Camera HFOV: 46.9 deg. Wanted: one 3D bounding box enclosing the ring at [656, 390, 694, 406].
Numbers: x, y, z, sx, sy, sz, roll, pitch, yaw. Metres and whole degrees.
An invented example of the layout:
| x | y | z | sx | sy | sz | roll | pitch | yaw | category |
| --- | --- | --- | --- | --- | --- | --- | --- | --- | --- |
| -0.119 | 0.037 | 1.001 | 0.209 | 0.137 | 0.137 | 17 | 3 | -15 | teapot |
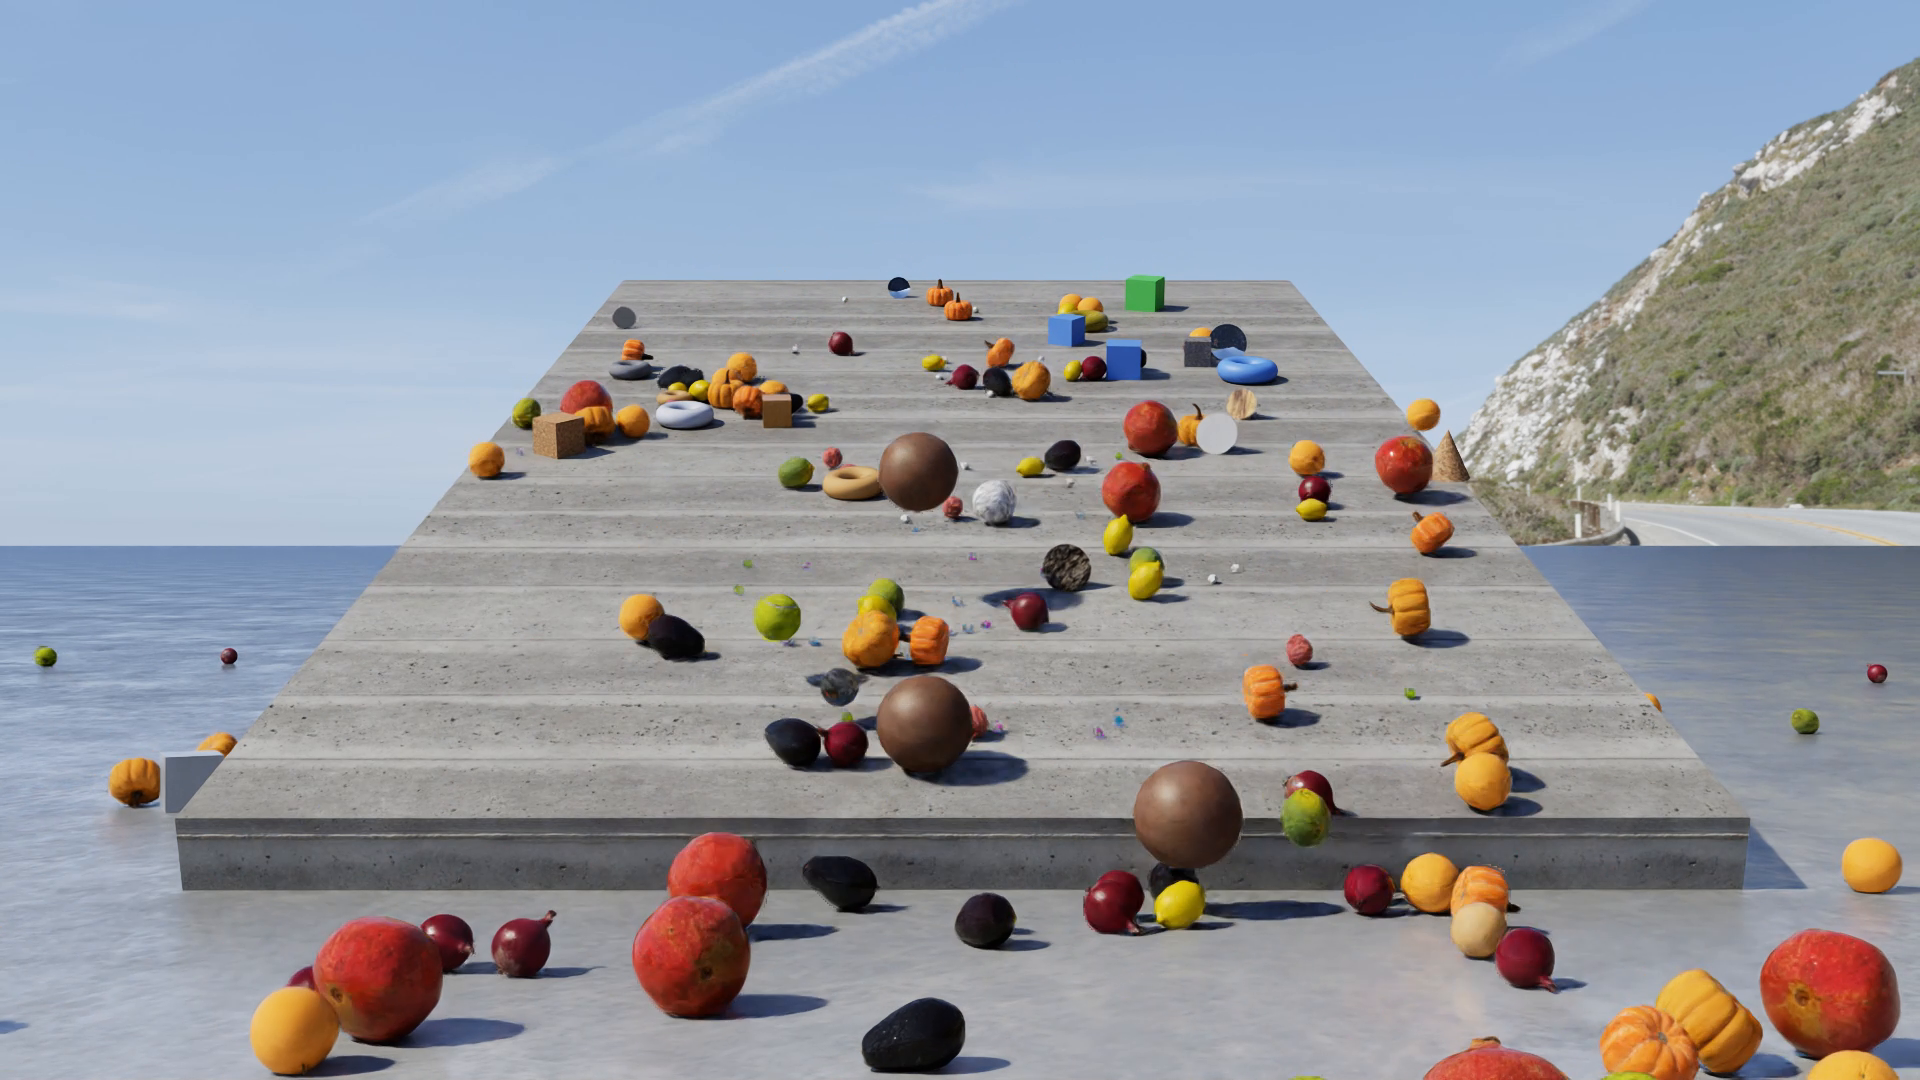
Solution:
| x | y | z | sx | sy | sz | roll | pitch | yaw | category |
| --- | --- | --- | --- | --- | --- | --- | --- | --- | --- |
| -0.650 | -0.322 | 5.042 | 0.084 | 0.028 | 0.084 | 1 | 16 | 0 | ring |

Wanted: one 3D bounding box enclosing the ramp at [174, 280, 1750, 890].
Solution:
| x | y | z | sx | sy | sz | roll | pitch | yaw | category |
| --- | --- | --- | --- | --- | --- | --- | --- | --- | --- |
| -0.002 | -0.166 | 4.742 | 2.000 | 0.100 | 4.000 | 0 | 16 | 0 | ramp |

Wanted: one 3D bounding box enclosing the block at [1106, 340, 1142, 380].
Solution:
| x | y | z | sx | sy | sz | roll | pitch | yaw | category |
| --- | --- | --- | --- | --- | --- | --- | --- | --- | --- |
| 0.394 | -0.434 | 5.330 | 0.082 | 0.082 | 0.082 | 1 | 17 | 5 | block |

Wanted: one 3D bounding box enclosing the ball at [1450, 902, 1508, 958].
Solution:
| x | y | z | sx | sy | sz | roll | pitch | yaw | category |
| --- | --- | --- | --- | --- | --- | --- | --- | --- | --- |
| 0.557 | 0.419 | 2.376 | 0.060 | 0.060 | 0.060 | 0 | 0 | 0 | ball |

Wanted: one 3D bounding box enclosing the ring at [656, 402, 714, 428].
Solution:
| x | y | z | sx | sy | sz | roll | pitch | yaw | category |
| --- | --- | --- | --- | --- | --- | --- | --- | --- | --- |
| -0.604 | -0.275 | 4.858 | 0.128 | 0.043 | 0.128 | 1 | 17 | 0 | ring |

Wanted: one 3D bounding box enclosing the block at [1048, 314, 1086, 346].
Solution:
| x | y | z | sx | sy | sz | roll | pitch | yaw | category |
| --- | --- | --- | --- | --- | --- | --- | --- | --- | --- |
| 0.276 | -0.542 | 5.718 | 0.069 | 0.069 | 0.069 | 11 | 19 | 32 | block |

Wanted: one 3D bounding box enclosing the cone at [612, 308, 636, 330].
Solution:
| x | y | z | sx | sy | sz | roll | pitch | yaw | category |
| --- | --- | --- | --- | --- | --- | --- | --- | --- | --- |
| -0.902 | -0.586 | 5.937 | 0.062 | 0.062 | 0.062 | 0 | -10 | -13 | cone |

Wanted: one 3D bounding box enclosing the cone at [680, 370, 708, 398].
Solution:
| x | y | z | sx | sy | sz | roll | pitch | yaw | category |
| --- | --- | --- | --- | --- | --- | --- | --- | --- | --- |
| -0.604 | -0.349 | 5.130 | 0.067 | 0.067 | 0.067 | 0 | 38 | -52 | cone |

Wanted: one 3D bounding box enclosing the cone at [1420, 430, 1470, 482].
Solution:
| x | y | z | sx | sy | sz | roll | pitch | yaw | category |
| --- | --- | --- | --- | --- | --- | --- | --- | --- | --- |
| 0.974 | -0.174 | 4.426 | 0.097 | 0.097 | 0.097 | 0 | 16 | 0 | cone |

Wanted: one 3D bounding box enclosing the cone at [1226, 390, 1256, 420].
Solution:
| x | y | z | sx | sy | sz | roll | pitch | yaw | category |
| --- | --- | --- | --- | --- | --- | --- | --- | --- | --- |
| 0.640 | -0.294 | 4.947 | 0.070 | 0.070 | 0.070 | 0 | -12 | 27 | cone |

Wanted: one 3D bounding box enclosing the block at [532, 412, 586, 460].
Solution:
| x | y | z | sx | sy | sz | roll | pitch | yaw | category |
| --- | --- | --- | --- | --- | --- | --- | --- | --- | --- |
| -0.834 | -0.218 | 4.604 | 0.076 | 0.076 | 0.076 | 14 | 21 | 39 | block |

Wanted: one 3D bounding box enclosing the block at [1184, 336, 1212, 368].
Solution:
| x | y | z | sx | sy | sz | roll | pitch | yaw | category |
| --- | --- | --- | --- | --- | --- | --- | --- | --- | --- |
| 0.587 | -0.465 | 5.466 | 0.064 | 0.064 | 0.064 | 2 | 17 | 5 | block |

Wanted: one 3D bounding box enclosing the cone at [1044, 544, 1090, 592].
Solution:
| x | y | z | sx | sy | sz | roll | pitch | yaw | category |
| --- | --- | --- | --- | --- | --- | --- | --- | --- | --- |
| 0.172 | 0.055 | 3.754 | 0.083 | 0.083 | 0.083 | 0 | -10 | -11 | cone |

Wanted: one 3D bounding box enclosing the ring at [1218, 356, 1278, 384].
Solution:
| x | y | z | sx | sy | sz | roll | pitch | yaw | category |
| --- | --- | --- | --- | --- | --- | --- | --- | --- | --- |
| 0.688 | -0.407 | 5.300 | 0.145 | 0.048 | 0.145 | 1 | 16 | 0 | ring |

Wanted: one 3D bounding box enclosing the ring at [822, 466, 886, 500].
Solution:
| x | y | z | sx | sy | sz | roll | pitch | yaw | category |
| --- | --- | --- | --- | --- | --- | --- | --- | --- | --- |
| -0.205 | -0.110 | 4.302 | 0.124 | 0.041 | 0.124 | -2 | 20 | 1 | ring |

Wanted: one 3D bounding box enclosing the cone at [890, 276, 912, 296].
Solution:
| x | y | z | sx | sy | sz | roll | pitch | yaw | category |
| --- | --- | --- | --- | --- | --- | --- | --- | --- | --- |
| -0.180 | -0.718 | 6.382 | 0.065 | 0.065 | 0.065 | 0 | -30 | -24 | cone |

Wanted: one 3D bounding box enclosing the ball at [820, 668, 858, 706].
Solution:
| x | y | z | sx | sy | sz | roll | pitch | yaw | category |
| --- | --- | --- | --- | --- | --- | --- | --- | --- | --- |
| -0.169 | 0.206 | 3.105 | 0.054 | 0.054 | 0.054 | 0 | 0 | 0 | ball |

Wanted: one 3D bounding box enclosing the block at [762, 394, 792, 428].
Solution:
| x | y | z | sx | sy | sz | roll | pitch | yaw | category |
| --- | --- | --- | --- | --- | --- | --- | --- | --- | --- |
| -0.401 | -0.282 | 4.847 | 0.062 | 0.062 | 0.062 | -2 | 17 | -6 | block |

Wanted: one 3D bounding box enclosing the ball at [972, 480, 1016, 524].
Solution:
| x | y | z | sx | sy | sz | roll | pitch | yaw | category |
| --- | --- | --- | --- | --- | --- | --- | --- | --- | --- |
| 0.064 | -0.070 | 4.098 | 0.082 | 0.082 | 0.082 | 0 | 0 | 0 | ball |

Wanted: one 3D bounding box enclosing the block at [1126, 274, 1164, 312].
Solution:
| x | y | z | sx | sy | sz | roll | pitch | yaw | category |
| --- | --- | --- | --- | --- | --- | --- | --- | --- | --- |
| 0.517 | -0.690 | 6.188 | 0.087 | 0.087 | 0.087 | 7 | 18 | 21 | block |

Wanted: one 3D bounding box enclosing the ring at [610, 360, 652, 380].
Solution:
| x | y | z | sx | sy | sz | roll | pitch | yaw | category |
| --- | --- | --- | --- | --- | --- | --- | --- | --- | --- |
| -0.794 | -0.410 | 5.330 | 0.103 | 0.034 | 0.103 | 1 | 16 | 0 | ring |

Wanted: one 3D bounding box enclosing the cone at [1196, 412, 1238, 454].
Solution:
| x | y | z | sx | sy | sz | roll | pitch | yaw | category |
| --- | --- | --- | --- | --- | --- | --- | --- | --- | --- |
| 0.550 | -0.213 | 4.655 | 0.090 | 0.090 | 0.090 | 0 | -11 | 20 | cone |

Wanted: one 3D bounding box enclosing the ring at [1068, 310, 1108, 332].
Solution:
| x | y | z | sx | sy | sz | roll | pitch | yaw | category |
| --- | --- | --- | --- | --- | --- | --- | --- | --- | --- |
| 0.334 | -0.584 | 5.907 | 0.128 | 0.043 | 0.128 | 0 | 18 | 0 | ring |

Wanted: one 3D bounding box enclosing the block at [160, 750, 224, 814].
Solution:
| x | y | z | sx | sy | sz | roll | pitch | yaw | category |
| --- | --- | --- | --- | --- | --- | --- | --- | --- | --- |
| -1.282 | 0.402 | 3.693 | 0.092 | 0.092 | 0.092 | 0 | 0 | -26 | block |
